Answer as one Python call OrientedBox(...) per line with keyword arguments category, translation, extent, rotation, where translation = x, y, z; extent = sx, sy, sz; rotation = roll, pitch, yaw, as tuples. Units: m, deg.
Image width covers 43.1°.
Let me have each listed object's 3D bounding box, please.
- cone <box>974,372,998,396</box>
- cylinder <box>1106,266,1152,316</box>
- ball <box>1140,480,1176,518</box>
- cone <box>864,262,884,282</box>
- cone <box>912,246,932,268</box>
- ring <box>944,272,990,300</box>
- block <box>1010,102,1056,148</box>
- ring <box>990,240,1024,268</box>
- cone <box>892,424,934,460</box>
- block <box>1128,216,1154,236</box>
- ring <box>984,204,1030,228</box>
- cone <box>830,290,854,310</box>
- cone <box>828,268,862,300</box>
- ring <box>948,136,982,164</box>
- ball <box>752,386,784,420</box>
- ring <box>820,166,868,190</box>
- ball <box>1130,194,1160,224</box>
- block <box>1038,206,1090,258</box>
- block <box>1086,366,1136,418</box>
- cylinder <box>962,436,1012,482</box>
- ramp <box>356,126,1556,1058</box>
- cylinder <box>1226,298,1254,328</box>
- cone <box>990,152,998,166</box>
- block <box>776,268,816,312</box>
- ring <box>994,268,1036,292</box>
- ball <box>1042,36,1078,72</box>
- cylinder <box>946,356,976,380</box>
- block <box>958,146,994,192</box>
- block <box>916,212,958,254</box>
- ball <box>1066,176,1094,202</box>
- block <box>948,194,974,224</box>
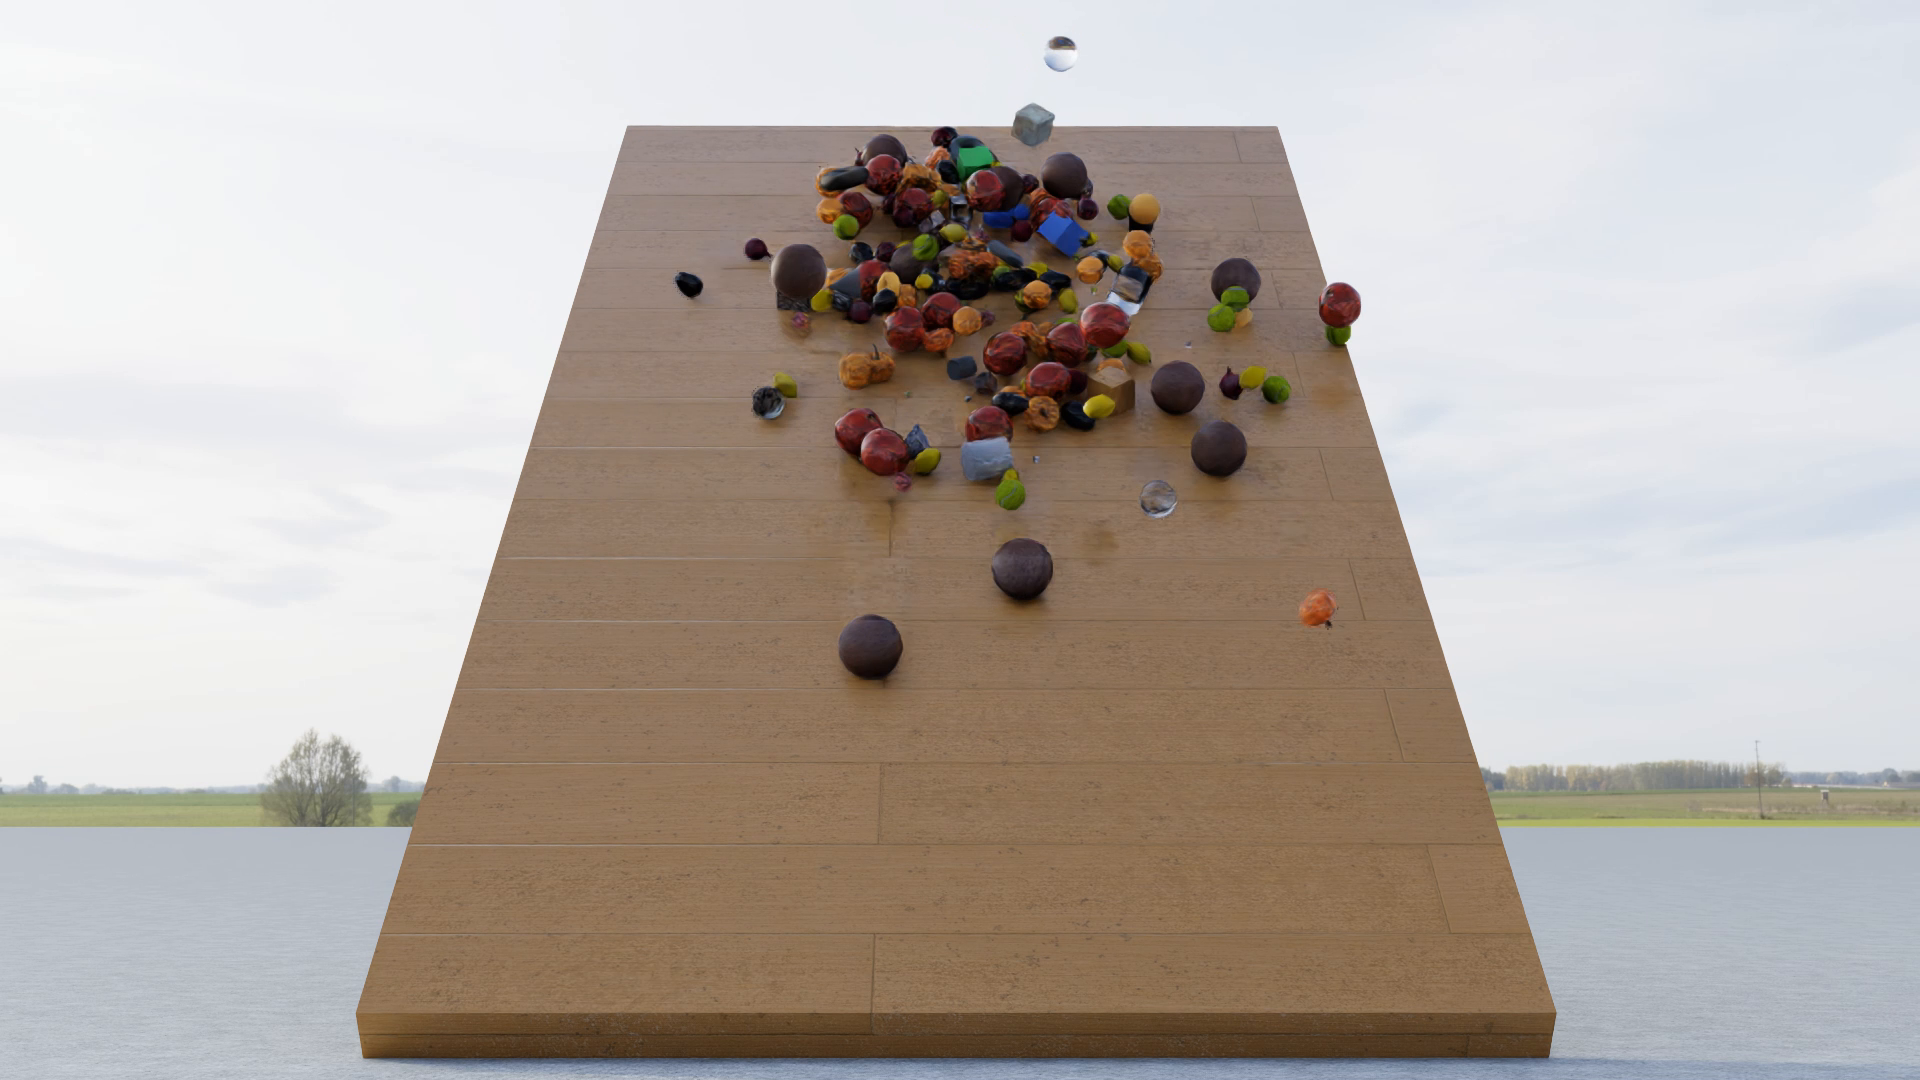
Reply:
OrientedBox(category="cone", translation=(0.055, -0.384, 5.970), extent=(0.058, 0.058, 0.058), rotation=(2, 2, -18))
OrientedBox(category="cylinder", translation=(0.438, -0.648, 6.302), extent=(0.092, 0.092, 0.092), rotation=(20, -27, 11))
OrientedBox(category="ball", translation=(0.442, -0.091, 5.430), extent=(0.083, 0.083, 0.083), rotation=(0, -7, 0))
OrientedBox(category="cone", translation=(-0.225, -0.727, 6.488), extent=(0.056, 0.056, 0.056), rotation=(1, -22, -9))
OrientedBox(category="cone", translation=(-0.101, -0.775, 6.592), extent=(0.054, 0.054, 0.054), rotation=(0, 31, 0))
OrientedBox(category="ring", translation=(0.018, -0.672, 6.436), extent=(0.123, 0.041, 0.123), rotation=(0, 30, 0))
OrientedBox(category="block", translation=(0.215, -1.220, 7.150), extent=(0.084, 0.084, 0.084), rotation=(35, 46, 20))
OrientedBox(category="ring", translation=(0.124, -0.768, 6.537), extent=(0.106, 0.035, 0.106), rotation=(35, 5, -3))
OrientedBox(category="cone", translation=(-0.123, -0.209, 5.663), extent=(0.092, 0.092, 0.092), rotation=(-26, -12, 10))
OrientedBox(category="block", translation=(0.507, -0.893, 6.788), extent=(0.059, 0.059, 0.059), rotation=(9, 32, 15))
OrientedBox(category="ring", translation=(0.130, -0.909, 6.812), extent=(0.134, 0.045, 0.134), rotation=(-7, 22, 3))
OrientedBox(category="cone", translation=(-0.300, -0.620, 6.314), extent=(0.061, 0.061, 0.061), rotation=(2, 15, -14))
OrientedBox(category="cone", translation=(-0.300, -0.652, 6.239), extent=(0.083, 0.083, 0.083), rotation=(-10, -6, -6))
OrientedBox(category="ring", translation=(0.017, -1.156, 7.213), extent=(0.109, 0.109, 0.036), rotation=(0, -31, 3))
OrientedBox(category="ball", translation=(-0.460, -0.329, 5.826), extent=(0.077, 0.077, 0.077), rotation=(0, -7, 0))
OrientedBox(category="ring", translation=(-0.314, -0.982, 6.599), extent=(0.135, 0.045, 0.135), rotation=(-13, 16, 4))
OrientedBox(category="ball", translation=(0.489, -0.877, 6.436), extent=(0.083, 0.083, 0.083), rotation=(0, -7, 0))
OrientedBox(category="block", translation=(0.283, -0.839, 6.631), extent=(0.084, 0.084, 0.084), rotation=(32, 11, -46))
OrientedBox(category="block", translation=(0.365, -0.358, 5.875), extent=(0.082, 0.082, 0.082), rotation=(27, 40, 37))
OrientedBox(category="cylinder", translation=(0.061, -0.187, 5.581), extent=(0.090, 0.090, 0.090), rotation=(-12, -2, -19))
OrientedBox(category="ramp", translation=(-0.014, -0.200, 5.787), extent=(2.000, 0.100, 4.000), rotation=(0, 31, 0))
OrientedBox(category="cylinder", translation=(0.720, -0.584, 6.257), extent=(0.052, 0.052, 0.052), rotation=(49, -28, -19))
OrientedBox(category="cone", translation=(0.073, -1.112, 7.181), extent=(0.058, 0.058, 0.058), rotation=(39, -17, 14))
OrientedBox(category="block", translation=(-0.428, -0.654, 6.363), extent=(0.082, 0.082, 0.082), rotation=(7, 32, 12))
OrientedBox(category="ring", translation=(0.145, -0.678, 6.344), extent=(0.116, 0.039, 0.116), rotation=(-13, -5, -1))
OrientedBox(category="ball", translation=(0.237, -1.145, 5.724), extent=(0.084, 0.084, 0.084), rotation=(0, -7, 0))
OrientedBox(category="cylinder", translation=(0.004, -0.424, 5.995), extent=(0.053, 0.053, 0.053), rotation=(-16, 4, -35))
OrientedBox(category="block", translation=(0.045, -1.076, 7.039), extent=(0.087, 0.087, 0.087), rotation=(-8, -43, -9))
OrientedBox(category="block", translation=(-0.063, -0.841, 6.647), extent=(0.072, 0.072, 0.072), rotation=(-34, 34, -1))
OrientedBox(category="ball", translation=(0.344, -1.005, 6.957), extent=(0.077, 0.077, 0.077), rotation=(0, -7, 0))
OrientedBox(category="block", translation=(0.003, -0.935, 6.853), extent=(0.056, 0.056, 0.056), rotation=(-11, 36, -17))
